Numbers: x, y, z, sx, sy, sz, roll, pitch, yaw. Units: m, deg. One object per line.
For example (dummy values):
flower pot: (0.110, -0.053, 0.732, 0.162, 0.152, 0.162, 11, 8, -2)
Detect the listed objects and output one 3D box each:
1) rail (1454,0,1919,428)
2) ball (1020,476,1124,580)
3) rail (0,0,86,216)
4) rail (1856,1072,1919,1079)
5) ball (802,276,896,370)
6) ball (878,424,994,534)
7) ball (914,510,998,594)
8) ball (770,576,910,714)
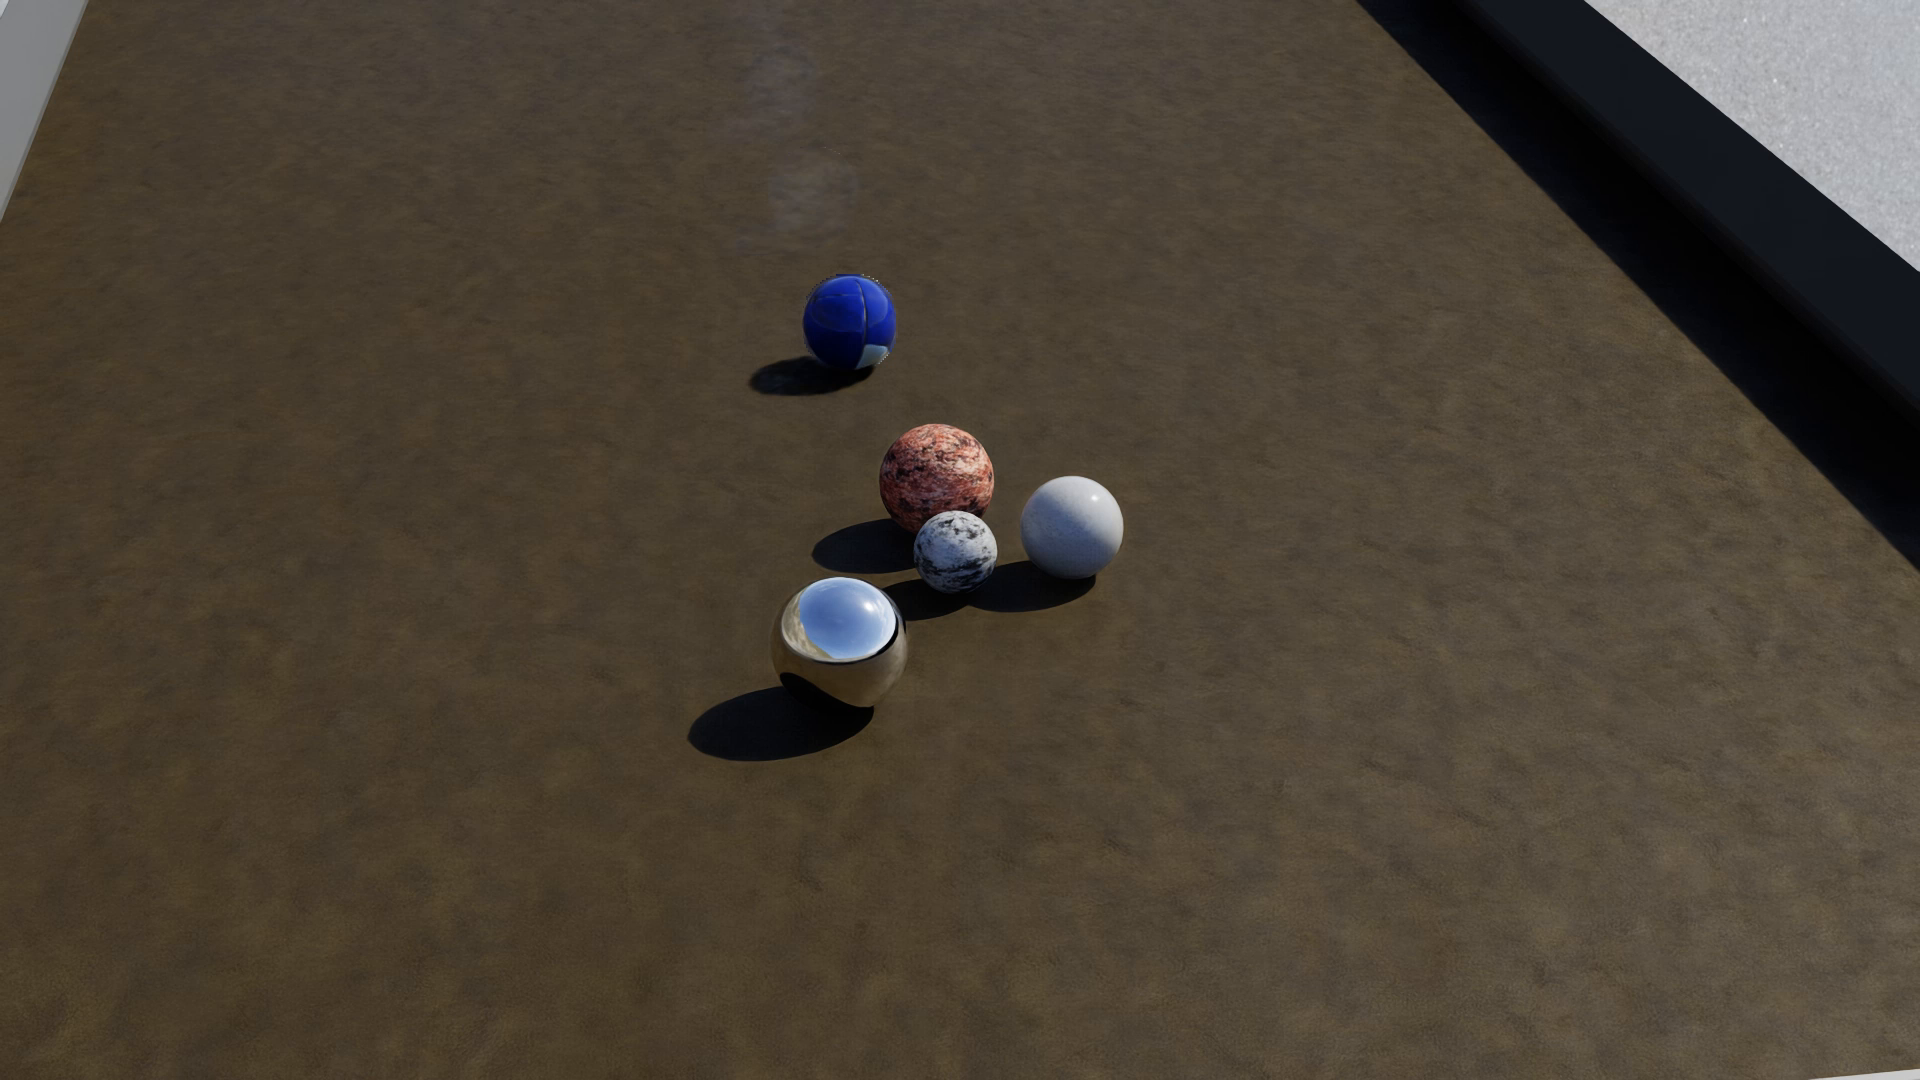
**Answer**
rail: (0.593, -0.386, 2.651, 0.045, 0.109, 2.920, -4, 27, -8)
ball: (0.073, -0.008, 1.935, 0.069, 0.069, 0.069, 0, 26, 0)
rail: (-0.816, -0.290, 2.456, 0.045, 0.109, 2.920, -4, 27, -8)
rail: (0.108, 0.292, 1.282, 1.473, 0.109, 0.045, -4, 27, -8)
ball: (-0.084, -0.166, 2.250, 0.072, 0.072, 0.072, 0, 26, 0)
ball: (-0.016, -0.040, 1.988, 0.078, 0.078, 0.078, 0, 26, 0)
ball: (-0.003, 0.008, 1.918, 0.055, 0.055, 0.055, 0, 26, 0)
ball: (-0.072, 0.063, 1.774, 0.084, 0.084, 0.084, 0, 26, 0)
